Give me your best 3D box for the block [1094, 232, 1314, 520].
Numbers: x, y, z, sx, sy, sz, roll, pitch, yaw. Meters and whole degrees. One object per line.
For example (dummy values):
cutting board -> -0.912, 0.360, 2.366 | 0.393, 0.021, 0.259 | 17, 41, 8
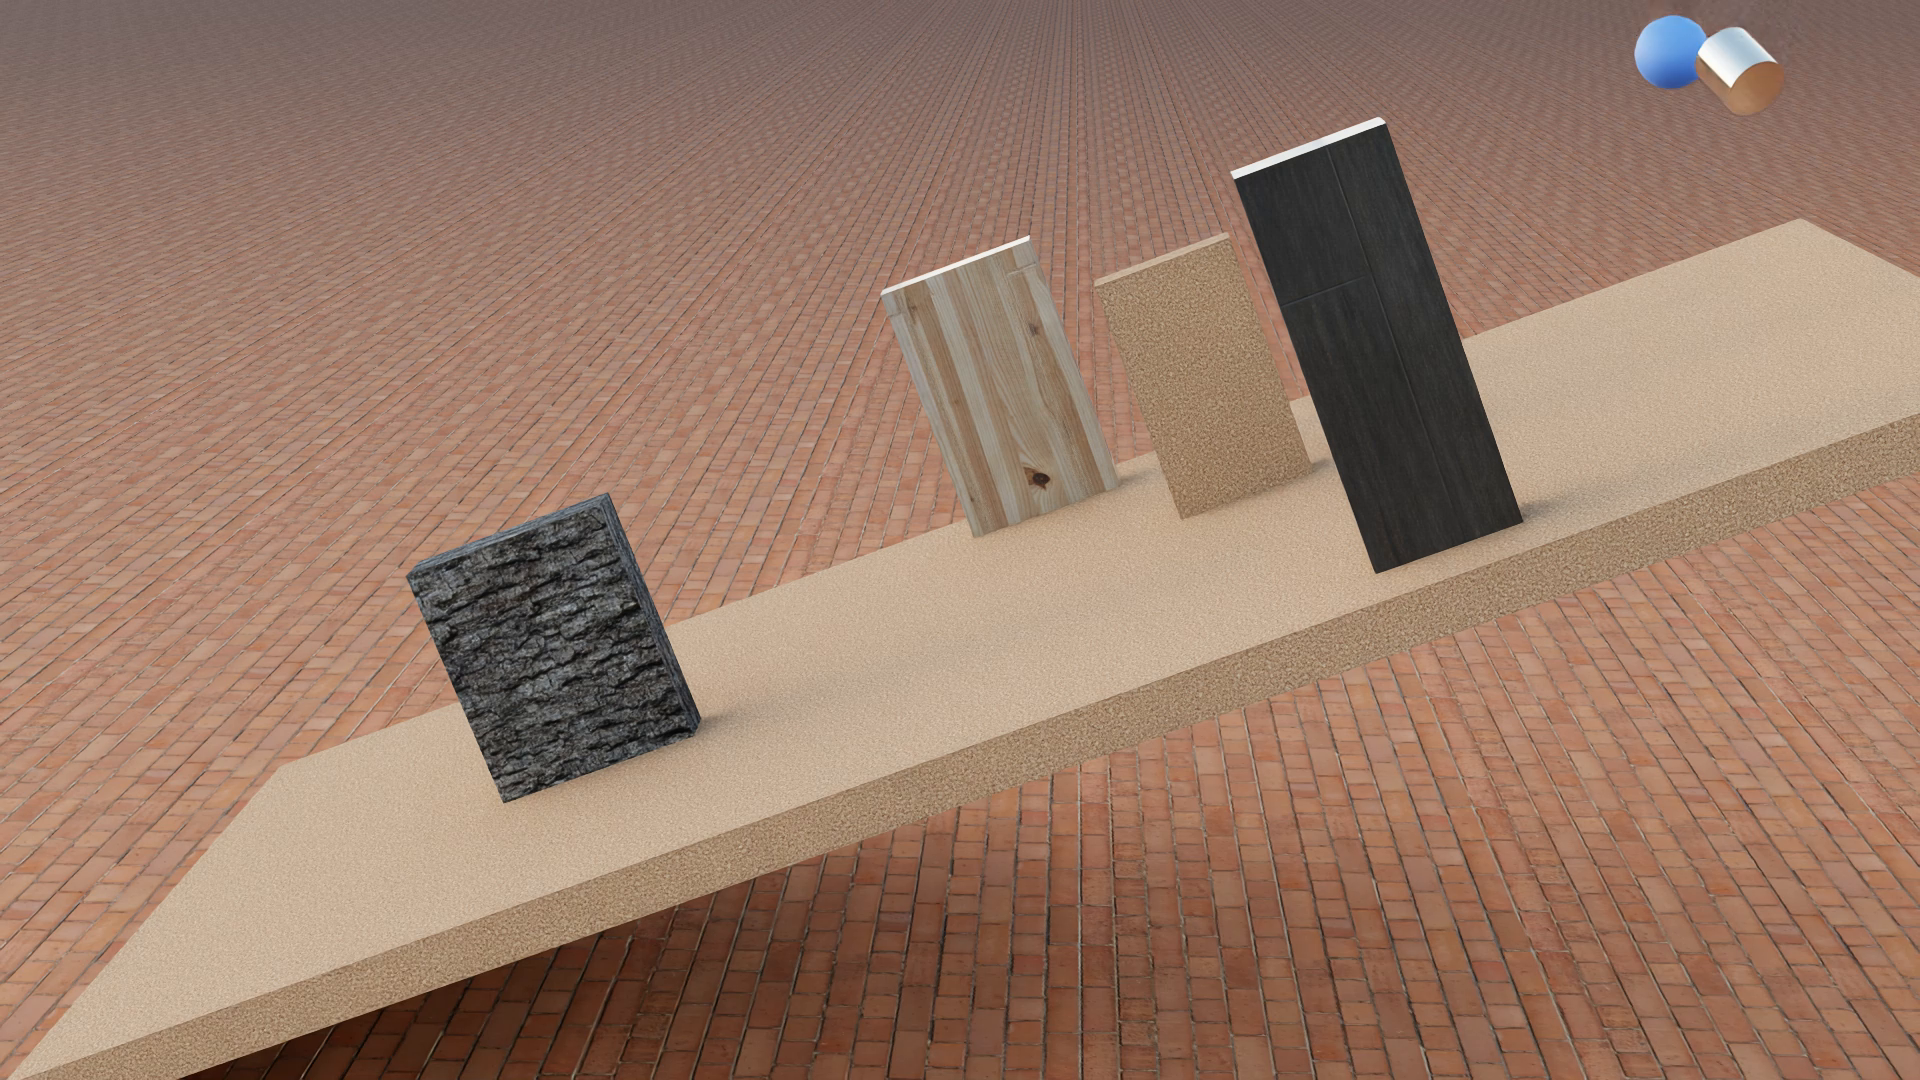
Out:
block -> 0.529, -0.355, 6.380 | 0.306, 0.545, 0.100 | -20, 12, 7

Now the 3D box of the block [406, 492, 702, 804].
block -> -0.852, 0.228, 6.200 | 0.435, 0.528, 0.130 | -20, 12, 7

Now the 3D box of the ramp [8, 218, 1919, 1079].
ramp -> 0.118, 0.176, 6.295 | 4.000, 0.100, 2.000 | -20, 12, 7

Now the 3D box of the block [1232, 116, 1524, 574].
block -> 0.763, -0.353, 5.379 | 0.285, 0.775, 0.125 | -20, 12, 7

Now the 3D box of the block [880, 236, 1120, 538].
block -> 0.099, -0.361, 6.975 | 0.372, 0.623, 0.089 | -20, 12, 7

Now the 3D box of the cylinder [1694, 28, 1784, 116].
cylinder -> 1.556, -0.936, 5.872 | 0.127, 0.127, 0.127 | -5, 42, -22

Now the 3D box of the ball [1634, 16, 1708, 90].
ball -> 1.517, -1.038, 6.264 | 0.155, 0.155, 0.155 | 0, 13, 0
